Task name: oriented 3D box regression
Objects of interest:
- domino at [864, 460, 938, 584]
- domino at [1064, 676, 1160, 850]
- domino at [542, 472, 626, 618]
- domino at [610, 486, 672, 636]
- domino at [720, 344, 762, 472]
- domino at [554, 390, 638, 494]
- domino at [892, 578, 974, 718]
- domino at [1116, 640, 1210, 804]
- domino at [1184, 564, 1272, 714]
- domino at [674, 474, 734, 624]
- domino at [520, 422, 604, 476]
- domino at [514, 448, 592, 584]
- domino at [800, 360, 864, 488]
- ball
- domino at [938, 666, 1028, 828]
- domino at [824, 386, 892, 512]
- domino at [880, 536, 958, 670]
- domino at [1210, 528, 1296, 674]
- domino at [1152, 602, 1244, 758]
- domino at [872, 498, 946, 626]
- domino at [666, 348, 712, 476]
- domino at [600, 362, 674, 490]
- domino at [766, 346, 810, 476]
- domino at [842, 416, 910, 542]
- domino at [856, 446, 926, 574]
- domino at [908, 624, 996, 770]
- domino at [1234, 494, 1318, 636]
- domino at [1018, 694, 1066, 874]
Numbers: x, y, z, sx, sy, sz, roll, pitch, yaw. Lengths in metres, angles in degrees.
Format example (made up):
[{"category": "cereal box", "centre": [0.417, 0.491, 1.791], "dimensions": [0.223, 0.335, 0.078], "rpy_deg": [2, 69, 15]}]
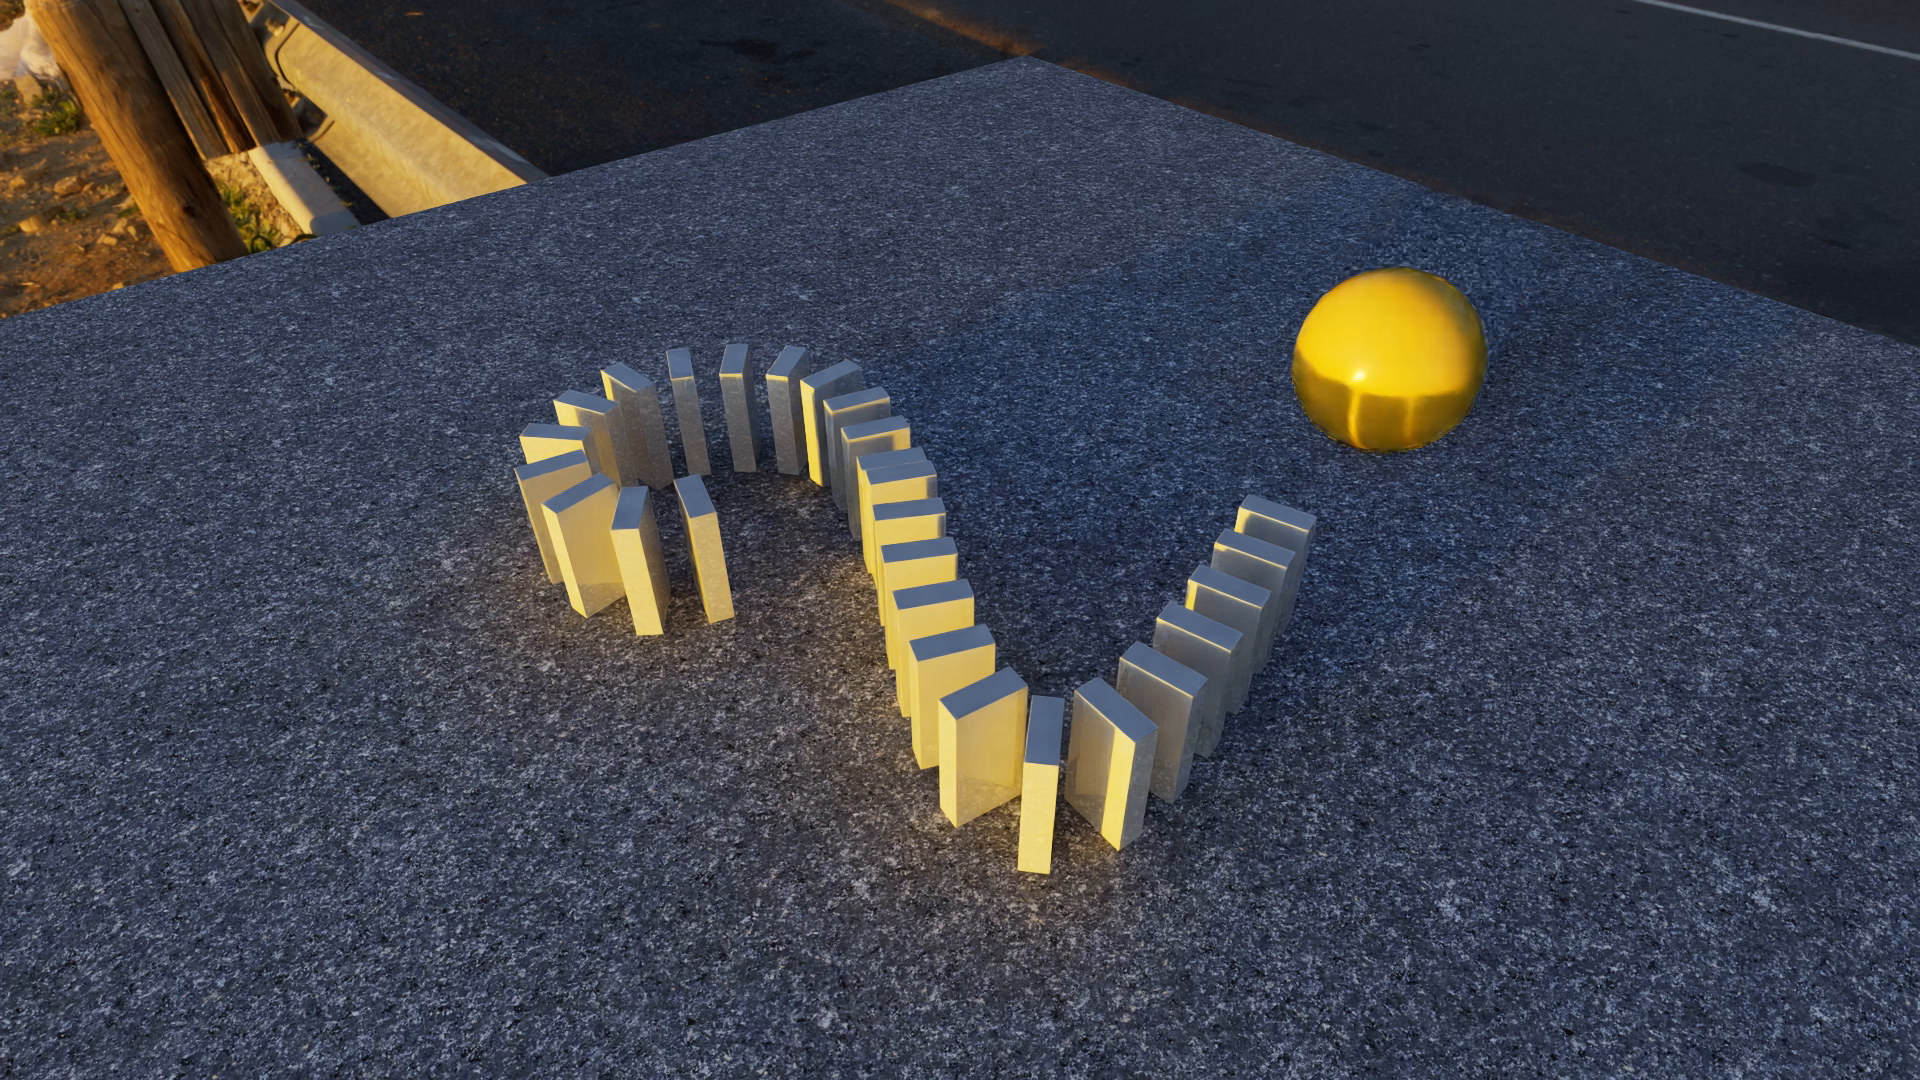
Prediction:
[{"category": "domino", "centre": [-0.022, -0.005, 0.418], "dimensions": [0.025, 0.050, 0.010], "rpy_deg": [-10, 40, -12]}, {"category": "domino", "centre": [0.045, 0.067, 0.329], "dimensions": [0.010, 0.050, 0.025], "rpy_deg": [-26, 46, -28]}, {"category": "domino", "centre": [-0.136, 0.002, 0.409], "dimensions": [0.009, 0.050, 0.025], "rpy_deg": [28, 47, 30]}, {"category": "domino", "centre": [-0.116, 0.008, 0.402], "dimensions": [0.009, 0.050, 0.025], "rpy_deg": [-3, 39, -4]}, {"category": "domino", "centre": [-0.096, -0.057, 0.482], "dimensions": [0.009, 0.050, 0.025], "rpy_deg": [-2, 39, -2]}, {"category": "domino", "centre": [-0.149, -0.036, 0.456], "dimensions": [0.025, 0.050, 0.010], "rpy_deg": [15, 42, 18]}, {"category": "domino", "centre": [-0.009, 0.037, 0.367], "dimensions": [0.025, 0.050, 0.009], "rpy_deg": [-9, 40, -11]}, {"category": "domino", "centre": [0.061, 0.057, 0.342], "dimensions": [0.025, 0.050, 0.010], "rpy_deg": [28, 47, 29]}, {"category": "domino", "centre": [0.087, 0.034, 0.370], "dimensions": [0.025, 0.050, 0.010], "rpy_deg": [22, 44, 25]}, {"category": "domino", "centre": [-0.094, 0.004, 0.407], "dimensions": [0.010, 0.050, 0.025], "rpy_deg": [-16, 42, -18]}, {"category": "domino", "centre": [-0.156, -0.022, 0.439], "dimensions": [0.025, 0.050, 0.009], "rpy_deg": [4, 40, 5]}, {"category": "domino", "centre": [-0.151, -0.009, 0.422], "dimensions": [0.025, 0.050, 0.009], "rpy_deg": [-20, 44, -23]}, {"category": "domino", "centre": [-0.053, -0.050, 0.472], "dimensions": [0.025, 0.050, 0.010], "rpy_deg": [-30, 48, -31]}, {"category": "ball", "centre": [0.188, -0.079, 0.484], "dimensions": [0.080, 0.080, 0.080], "rpy_deg": [0, 39, 0]}, {"category": "domino", "centre": [0.007, 0.063, 0.334], "dimensions": [0.025, 0.050, 0.010], "rpy_deg": [-22, 44, -24]}, {"category": "domino", "centre": [-0.041, -0.038, 0.457], "dimensions": [0.025, 0.050, 0.009], "rpy_deg": [-17, 42, -20]}, {"category": "domino", "centre": [-0.014, 0.023, 0.384], "dimensions": [0.025, 0.050, 0.010], "rpy_deg": [-7, 40, -9]}, {"category": "domino", "centre": [0.099, 0.022, 0.385], "dimensions": [0.025, 0.050, 0.009], "rpy_deg": [21, 44, 24]}, {"category": "domino", "centre": [0.074, 0.046, 0.356], "dimensions": [0.025, 0.050, 0.009], "rpy_deg": [25, 45, 27]}, {"category": "domino", "centre": [-0.018, 0.008, 0.401], "dimensions": [0.025, 0.050, 0.009], "rpy_deg": [-7, 40, -8]}, {"category": "domino", "centre": [-0.118, -0.055, 0.479], "dimensions": [0.009, 0.050, 0.025], "rpy_deg": [-10, 40, -12]}, {"category": "domino", "centre": [-0.137, -0.048, 0.470], "dimensions": [0.025, 0.050, 0.010], "rpy_deg": [30, 48, 32]}, {"category": "domino", "centre": [-0.073, -0.056, 0.480], "dimensions": [0.009, 0.050, 0.025], "rpy_deg": [8, 40, 10]}, {"category": "domino", "centre": [-0.033, -0.024, 0.441], "dimensions": [0.025, 0.050, 0.010], "rpy_deg": [-13, 41, -16]}, {"category": "domino", "centre": [-0.025, -0.011, 0.425], "dimensions": [0.025, 0.050, 0.010], "rpy_deg": [-10, 40, -11]}, {"category": "domino", "centre": [-0.002, 0.050, 0.350], "dimensions": [0.025, 0.050, 0.010], "rpy_deg": [-12, 41, -14]}, {"category": "domino", "centre": [0.111, 0.010, 0.400], "dimensions": [0.025, 0.050, 0.010], "rpy_deg": [22, 44, 24]}, {"category": "domino", "centre": [0.024, 0.072, 0.323], "dimensions": [0.009, 0.050, 0.025], "rpy_deg": [5, 40, 6]}]
